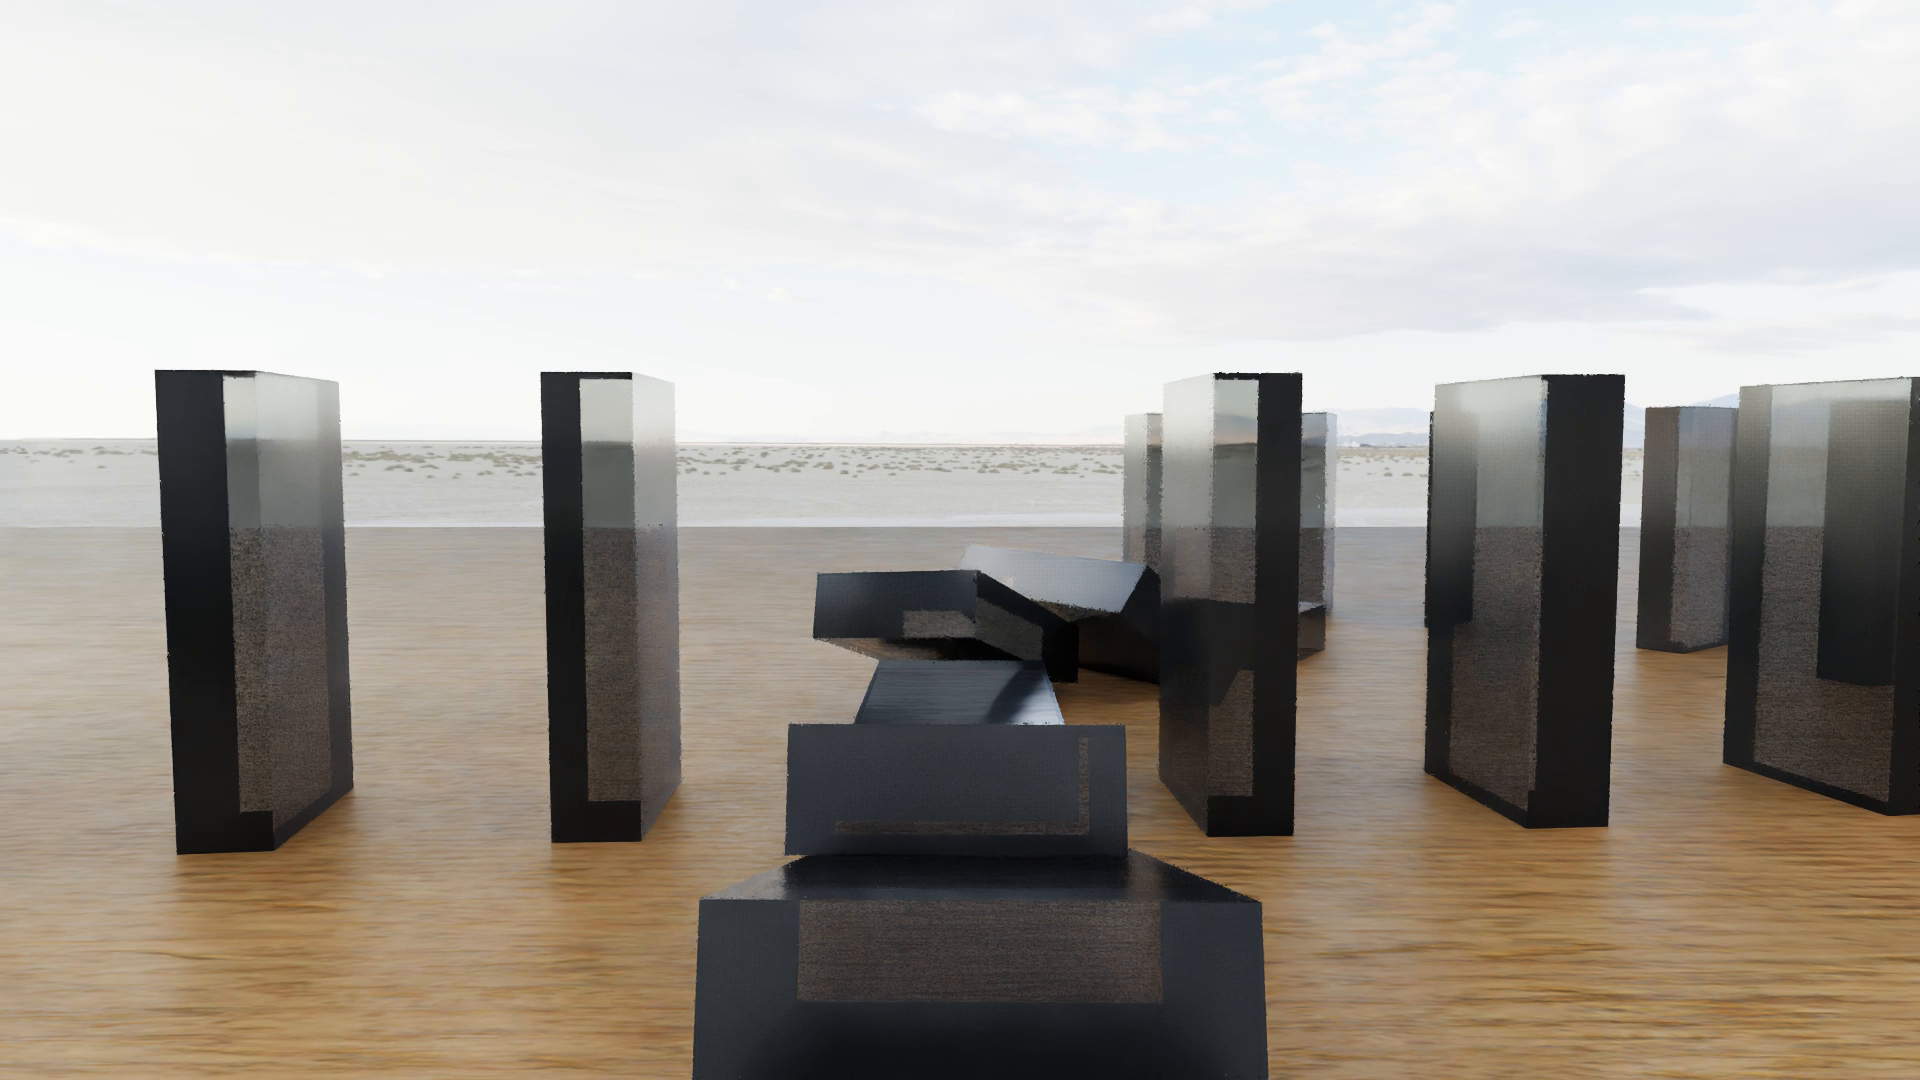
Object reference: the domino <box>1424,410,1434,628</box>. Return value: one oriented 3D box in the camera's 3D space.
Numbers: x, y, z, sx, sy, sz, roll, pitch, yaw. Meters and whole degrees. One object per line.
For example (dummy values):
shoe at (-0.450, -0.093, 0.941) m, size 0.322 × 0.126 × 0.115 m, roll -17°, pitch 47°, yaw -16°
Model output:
domino at (0.119, -0.005, 0.303) m, size 0.009 × 0.050 × 0.025 m, roll 3°, pitch 5°, yaw 38°

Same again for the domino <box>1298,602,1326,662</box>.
domino at (0.048, 0.018, 0.268) m, size 0.050 × 0.010 × 0.025 m, roll 3°, pitch 5°, yaw 32°

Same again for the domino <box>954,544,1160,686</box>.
domino at (0.022, 0.014, 0.233) m, size 0.025 × 0.009 × 0.050 m, roll 42°, pitch -20°, yaw -29°

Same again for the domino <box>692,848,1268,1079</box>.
domino at (0.001, 0.025, 0.081) m, size 0.025 × 0.009 × 0.050 m, roll 0°, pitch -11°, yaw 1°

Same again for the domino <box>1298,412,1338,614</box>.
domino at (0.088, -0.007, 0.322) m, size 0.009 × 0.050 × 0.025 m, roll 2°, pitch 5°, yaw 22°

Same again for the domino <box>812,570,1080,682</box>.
domino at (0.000, 0.015, 0.204) m, size 0.025 × 0.009 × 0.050 m, roll -2°, pitch -14°, yaw 22°

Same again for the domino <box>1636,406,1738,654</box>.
domino at (0.154, -0.003, 0.269) m, size 0.025 × 0.050 × 0.009 m, roll -3°, pitch 5°, yaw -37°

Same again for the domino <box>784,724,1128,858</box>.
domino at (0.000, 0.023, 0.119) m, size 0.025 × 0.009 × 0.050 m, roll 0°, pitch -10°, yaw 1°

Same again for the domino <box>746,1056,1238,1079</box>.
domino at (0.001, 0.029, 0.044) m, size 0.025 × 0.009 × 0.050 m, roll 0°, pitch -9°, yaw 1°

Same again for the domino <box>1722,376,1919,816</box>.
domino at (0.109, 0.006, 0.158) m, size 0.009 × 0.050 × 0.025 m, roll -1°, pitch 4°, yaw -10°

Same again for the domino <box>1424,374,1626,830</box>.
domino at (0.066, 0.006, 0.153) m, size 0.010 × 0.050 × 0.025 m, roll 0°, pitch 4°, yaw -5°

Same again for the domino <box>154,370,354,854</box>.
domino at (-0.078, 0.007, 0.144) m, size 0.010 × 0.050 × 0.025 m, roll -1°, pitch 4°, yaw -8°

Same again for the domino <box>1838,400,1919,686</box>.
domino at (0.174, 0.000, 0.232) m, size 0.025 × 0.050 × 0.009 m, roll -1°, pitch 5°, yaw -18°

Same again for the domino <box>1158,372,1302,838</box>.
domino at (0.031, 0.006, 0.150) m, size 0.009 × 0.050 × 0.025 m, roll 0°, pitch 4°, yaw -3°

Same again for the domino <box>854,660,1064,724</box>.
domino at (0.000, 0.025, 0.172) m, size 0.025 × 0.010 × 0.050 m, roll 0°, pitch 4°, yaw 0°

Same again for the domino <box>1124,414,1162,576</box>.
domino at (0.049, -0.007, 0.329) m, size 0.009 × 0.050 × 0.025 m, roll 0°, pitch 4°, yaw -5°

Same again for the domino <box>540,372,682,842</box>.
domino at (-0.039, 0.006, 0.148) m, size 0.009 × 0.050 × 0.025 m, roll 0°, pitch 4°, yaw -3°
